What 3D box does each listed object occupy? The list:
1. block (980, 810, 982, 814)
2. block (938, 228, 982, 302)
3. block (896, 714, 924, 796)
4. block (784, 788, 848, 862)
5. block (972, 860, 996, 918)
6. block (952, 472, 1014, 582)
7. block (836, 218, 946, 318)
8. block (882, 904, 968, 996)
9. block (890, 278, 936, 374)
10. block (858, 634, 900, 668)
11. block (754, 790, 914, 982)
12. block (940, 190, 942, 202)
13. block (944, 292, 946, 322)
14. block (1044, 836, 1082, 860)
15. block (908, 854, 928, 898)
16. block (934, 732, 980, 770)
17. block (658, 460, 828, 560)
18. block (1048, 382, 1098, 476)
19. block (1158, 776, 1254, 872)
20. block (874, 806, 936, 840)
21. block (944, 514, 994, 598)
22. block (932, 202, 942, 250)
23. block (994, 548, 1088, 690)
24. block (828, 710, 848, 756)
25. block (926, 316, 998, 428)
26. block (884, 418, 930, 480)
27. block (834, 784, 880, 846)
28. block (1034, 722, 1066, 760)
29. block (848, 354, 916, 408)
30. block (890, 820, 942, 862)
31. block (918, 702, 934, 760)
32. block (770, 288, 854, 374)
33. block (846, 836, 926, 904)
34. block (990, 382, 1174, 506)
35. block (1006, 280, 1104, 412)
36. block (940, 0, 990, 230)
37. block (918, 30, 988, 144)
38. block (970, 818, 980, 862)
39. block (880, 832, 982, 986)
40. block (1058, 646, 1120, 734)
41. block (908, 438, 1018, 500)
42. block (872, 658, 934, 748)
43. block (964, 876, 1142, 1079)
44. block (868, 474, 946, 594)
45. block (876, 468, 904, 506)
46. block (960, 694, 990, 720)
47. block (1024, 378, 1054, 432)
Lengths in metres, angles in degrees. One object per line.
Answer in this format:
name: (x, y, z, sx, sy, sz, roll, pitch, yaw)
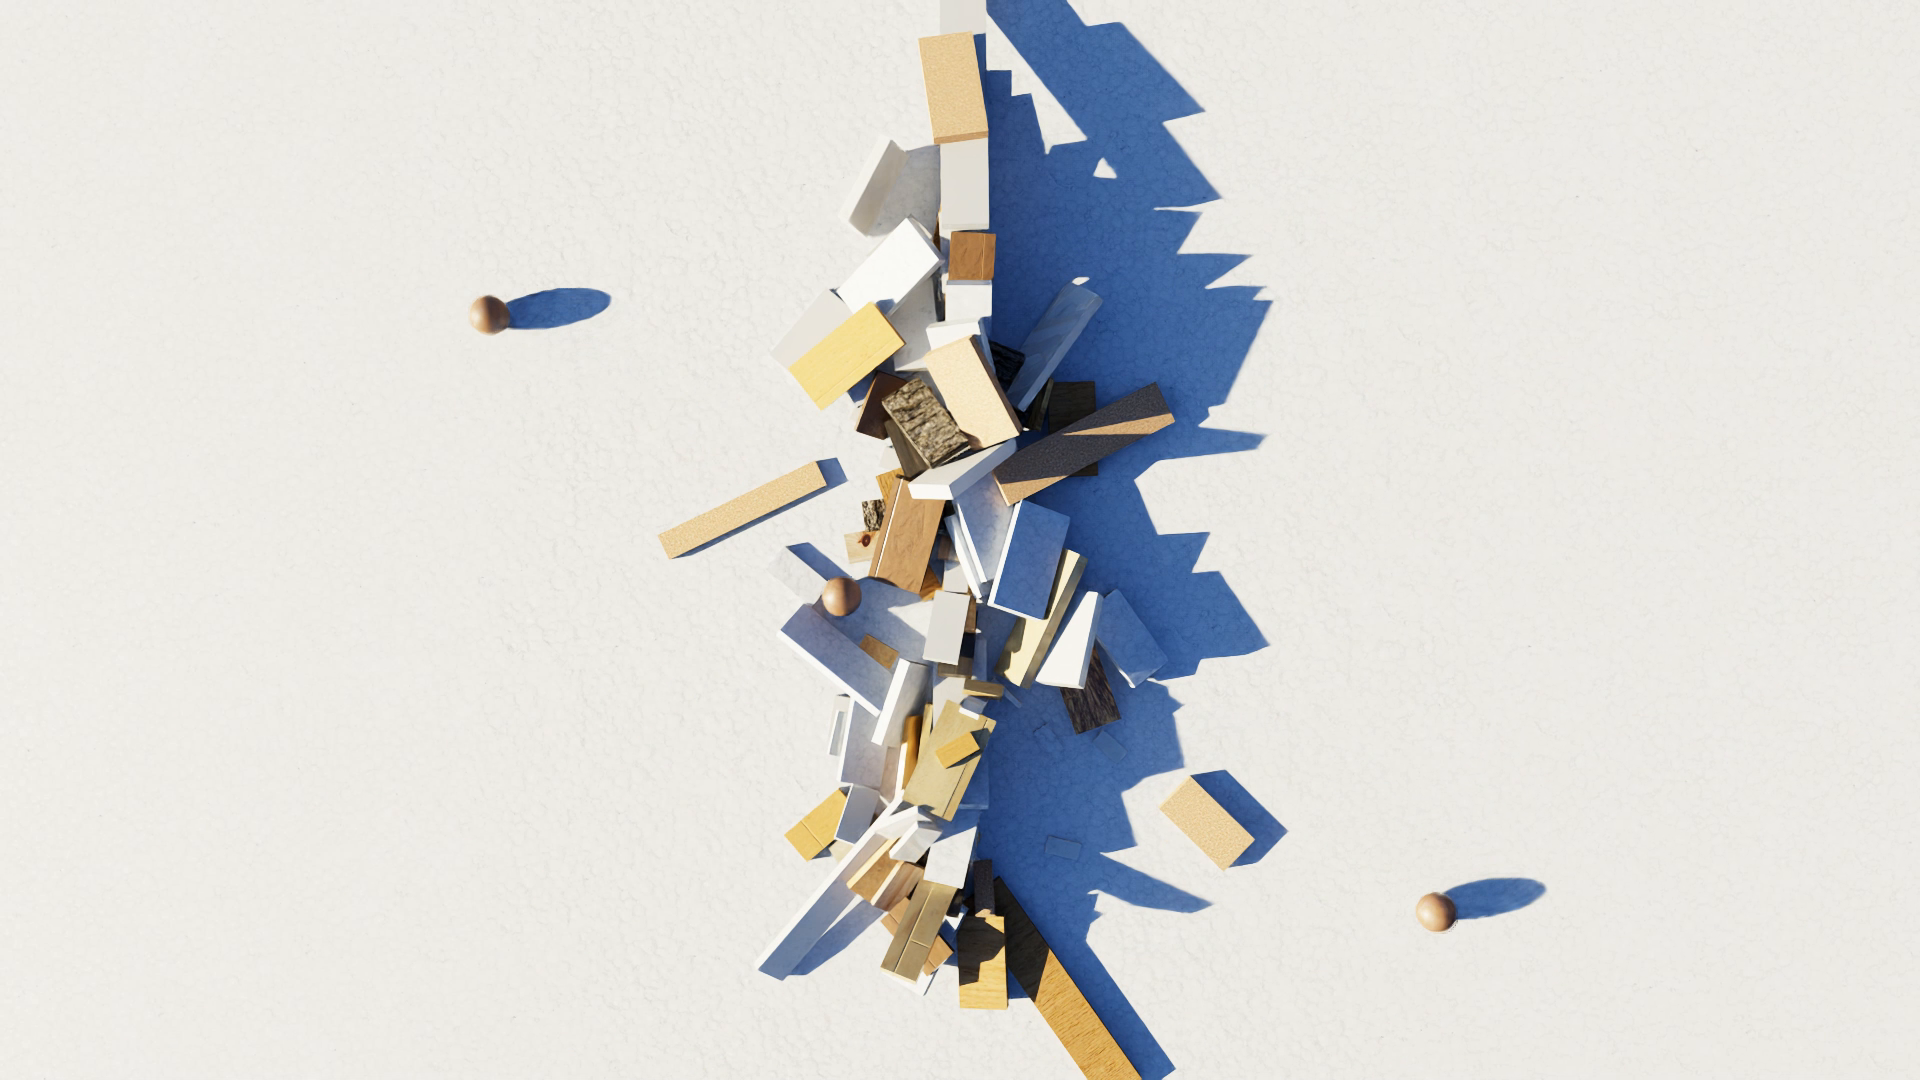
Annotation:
block: (0.013, 0.766, 5.440, 0.131, 0.037, 0.261, 2, 72, 2)
block: (-0.002, -0.906, 5.417, 0.127, 0.036, 0.255, 4, 121, -2)
block: (-0.171, 0.742, 5.456, 0.021, 0.073, 0.325, 9, 93, 35)
block: (-0.455, 0.947, 5.483, 0.237, 0.034, 0.118, -41, 90, 0)
block: (0.079, 1.149, 5.441, 0.063, 0.018, 0.191, -5, 58, 2)
block: (0.095, -0.061, 5.404, 0.179, 0.051, 0.358, -20, 90, -20)
block: (-0.226, -0.863, 5.382, 0.355, 0.050, 0.177, -42, 79, 27)
block: (-0.114, 1.314, 5.414, 0.158, 0.045, 0.317, 26, 90, 17)
block: (-0.152, -0.708, 5.452, 0.152, 0.043, 0.303, -6, 80, 0)
block: (-0.272, 0.370, 5.491, 0.127, 0.018, 0.063, 31, 90, 0)
block: (-0.387, 1.138, 5.420, 0.118, 0.034, 0.767, 37, 96, -36)
block: (0.001, -1.275, 5.482, 0.130, 0.037, 0.550, 1, 90, 0)
block: (0.010, -0.787, 5.430, 0.127, 0.036, 0.255, 2, 115, 0)
block: (0.343, 1.025, 5.492, 0.112, 0.016, 0.056, 14, 90, 0)
block: (-0.171, 1.102, 5.479, 0.148, 0.042, 0.296, -29, 90, 0)
block: (-0.009, 0.672, 5.275, 0.129, 0.018, 0.064, -29, 79, -6)
block: (-0.724, -0.100, 5.487, 0.579, 0.025, 0.090, -25, 90, 0)
block: (0.373, -0.367, 5.478, 0.156, 0.044, 0.312, -2, 90, 0)
block: (0.818, 0.941, 5.479, 0.297, 0.042, 0.149, 44, 90, 0)
block: (-0.179, 0.911, 5.304, 0.184, 0.092, 0.026, -27, 47, 29)
block: (0.062, 0.036, 5.441, 0.142, 0.040, 0.284, -22, 91, -34)
block: (-0.017, -1.007, 5.402, 0.130, 0.037, 0.259, 10, 126, -7)
block: (0.265, 0.249, 5.423, 0.044, 0.156, 0.468, 25, 90, -35)
block: (-0.387, 0.642, 5.459, 0.073, 0.021, 0.147, 13, 89, -20)
block: (0.023, -0.535, 5.299, 0.176, 0.050, 0.351, -5, 117, 22)
block: (-0.133, -0.279, 5.430, 0.142, 0.040, 0.283, -21, 87, -4)
block: (-0.339, 0.908, 5.445, 0.096, 0.027, 0.193, 21, 68, -8)
block: (0.298, 0.671, 5.492, 0.056, 0.016, 0.112, -33, 90, 0)
block: (-0.239, -0.561, 5.470, 0.304, 0.030, 0.106, -32, 87, -5)
block: (-0.143, 0.976, 5.327, 0.092, 0.026, 0.184, 16, 131, -27)
block: (-0.113, 0.635, 5.452, 0.027, 0.096, 0.193, 7, 90, 0)
block: (-0.483, -0.678, 5.479, 0.146, 0.041, 0.292, 40, 90, 0)
block: (-0.242, 1.074, 5.410, 0.246, 0.035, 0.123, -47, 121, 3)
block: (0.401, -0.318, 5.426, 0.623, 0.041, 0.146, -27, 94, -9)
block: (0.285, -0.639, 5.433, 0.149, 0.042, 0.449, 35, 90, 44)
block: (0.012, -1.483, 5.367, 0.152, 0.043, 0.993, -1, 77, 0)
block: (-0.023, -1.457, 5.313, 0.177, 0.050, 0.355, -8, 77, -2)
block: (-0.003, 0.922, 5.426, 0.131, 0.037, 0.261, 6, 66, 4)
block: (-0.091, 1.165, 5.332, 0.123, 0.035, 0.544, 19, 58, 12)
block: (0.395, 0.440, 5.478, 0.158, 0.045, 0.378, -20, 90, 0)
block: (0.012, -0.236, 5.320, 0.351, 0.175, 0.050, -38, 119, -40)
block: (-0.188, 0.540, 5.430, 0.040, 0.143, 0.285, 19, 90, 34)
block: (0.306, 1.494, 5.479, 0.148, 0.042, 0.816, -35, 90, 0)
block: (-0.170, -0.019, 5.404, 0.179, 0.051, 0.358, 17, 108, 3)
block: (-0.161, -0.195, 5.457, 0.212, 0.030, 0.106, -20, 87, -4)
block: (0.048, 0.530, 5.329, 0.064, 0.129, 0.018, 22, 118, 8)
block: (0.248, -0.454, 5.460, 0.090, 0.025, 0.179, 15, 90, 43)
